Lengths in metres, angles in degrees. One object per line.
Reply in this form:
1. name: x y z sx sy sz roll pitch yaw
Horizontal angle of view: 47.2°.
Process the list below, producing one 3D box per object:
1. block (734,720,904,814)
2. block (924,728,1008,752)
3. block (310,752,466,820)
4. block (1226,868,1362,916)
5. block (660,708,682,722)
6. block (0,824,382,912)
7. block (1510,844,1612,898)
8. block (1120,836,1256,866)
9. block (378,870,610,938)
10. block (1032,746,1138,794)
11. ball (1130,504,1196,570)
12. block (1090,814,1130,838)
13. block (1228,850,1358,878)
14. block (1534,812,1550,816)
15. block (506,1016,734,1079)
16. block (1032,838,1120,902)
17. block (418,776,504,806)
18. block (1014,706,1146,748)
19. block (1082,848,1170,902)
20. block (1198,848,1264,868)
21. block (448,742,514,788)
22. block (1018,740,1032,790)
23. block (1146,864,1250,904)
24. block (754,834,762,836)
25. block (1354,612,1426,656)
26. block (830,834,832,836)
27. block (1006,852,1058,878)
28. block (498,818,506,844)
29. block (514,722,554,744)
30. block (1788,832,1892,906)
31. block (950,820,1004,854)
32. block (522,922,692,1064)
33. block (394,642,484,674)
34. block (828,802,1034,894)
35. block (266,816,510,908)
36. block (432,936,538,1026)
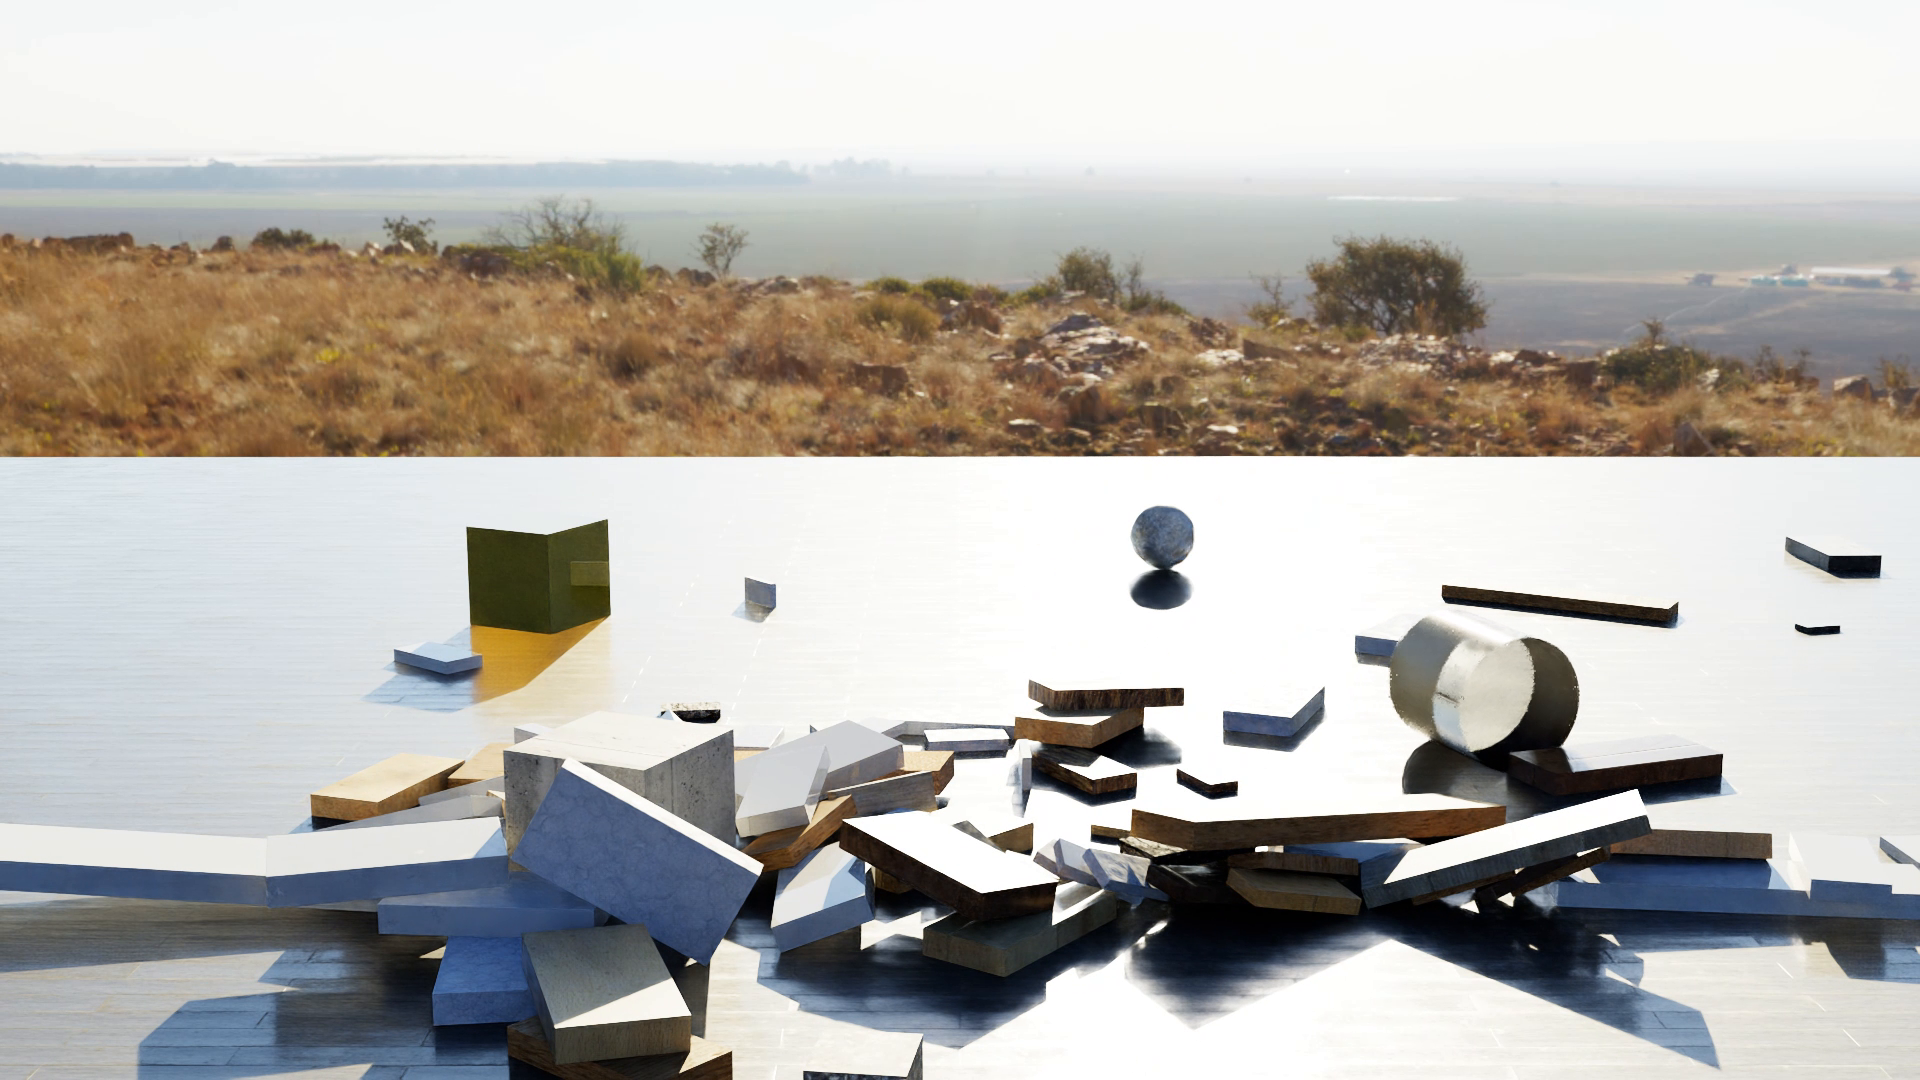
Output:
1. block: -0.288 0.427 4.071 0.338 0.048 0.169 -18 23 -36
2. block: 0.013 0.414 4.552 0.166 0.023 0.083 -1 11 -8
3. block: -1.087 0.471 4.195 0.147 0.042 0.293 4 11 19
4. block: 0.542 0.570 3.571 0.195 0.028 0.098 9 10 -23
5. block: -0.571 0.428 4.165 0.154 0.044 0.309 -45 18 -3
6. block: -1.305 0.542 3.651 0.740 0.051 0.180 4 10 -2
7. block: 0.992 0.532 3.643 0.174 0.025 0.087 -28 6 24
8. block: 0.391 0.525 3.772 0.212 0.030 0.106 -6 12 -30
9. block: -0.714 0.564 3.418 0.334 0.047 0.167 1 11 4
10. block: 0.245 0.452 4.331 0.106 0.030 0.212 -6 12 -30
11. ball: 0.589 -0.011 6.380 0.192 0.192 0.192 0 11 0
12. block: 0.307 0.523 3.981 0.129 0.018 0.064 5 12 27
13. block: 0.553 0.541 3.651 0.195 0.028 0.098 9 -16 -28
14. block: 1.109 0.523 3.974 0.073 0.021 0.147 -4 11 -20
15. block: -0.463 0.696 2.985 0.293 0.042 0.147 9 14 40
16. block: 0.200 0.552 3.649 0.149 0.021 0.075 30 20 17
17. block: -0.885 0.461 4.074 0.209 0.030 0.104 -16 -2 21
18. block: 0.254 0.376 4.605 0.168 0.048 0.336 5 6 23
19. block: 0.276 0.548 3.606 0.152 0.022 0.076 17 26 -40
20. block: 0.451 0.539 3.860 0.106 0.030 0.212 -4 11 -19
21. block: -0.902 0.451 4.321 0.126 0.036 0.251 1 11 7
22. block: 0.127 0.439 4.304 0.018 0.065 0.130 0 11 -1
23. block: 0.412 0.565 3.605 0.195 0.028 0.098 7 9 -32
24. block: -0.330 0.523 3.979 0.134 0.019 0.067 9 14 39
25. block: 1.108 0.237 5.454 0.150 0.042 0.300 7 13 33
26. block: -0.291 0.510 3.926 0.134 0.019 0.067 10 22 41
27. block: 0.142 0.561 3.676 0.149 0.021 0.075 12 18 9
28. block: -0.848 0.530 3.675 0.167 0.047 0.334 20 13 41
29. block: -0.718 0.440 4.076 0.293 0.147 0.042 9 14 41
30. block: 1.445 0.539 3.616 0.122 0.035 0.244 2 11 13
31. block: 0.033 0.536 3.738 0.075 0.021 0.149 -11 39 -45
32. block: -0.500 0.628 3.075 0.180 0.051 0.359 -2 11 -18
33. block: -1.247 0.281 5.254 0.209 0.030 0.104 9 14 40
34. block: -0.047 0.534 3.839 0.169 0.048 0.338 10 14 43
35. block: -0.900 0.504 3.454 0.359 0.051 0.180 -3 13 -16
36. block: -0.687 0.635 3.297 0.167 0.047 0.334 -1 11 -7
